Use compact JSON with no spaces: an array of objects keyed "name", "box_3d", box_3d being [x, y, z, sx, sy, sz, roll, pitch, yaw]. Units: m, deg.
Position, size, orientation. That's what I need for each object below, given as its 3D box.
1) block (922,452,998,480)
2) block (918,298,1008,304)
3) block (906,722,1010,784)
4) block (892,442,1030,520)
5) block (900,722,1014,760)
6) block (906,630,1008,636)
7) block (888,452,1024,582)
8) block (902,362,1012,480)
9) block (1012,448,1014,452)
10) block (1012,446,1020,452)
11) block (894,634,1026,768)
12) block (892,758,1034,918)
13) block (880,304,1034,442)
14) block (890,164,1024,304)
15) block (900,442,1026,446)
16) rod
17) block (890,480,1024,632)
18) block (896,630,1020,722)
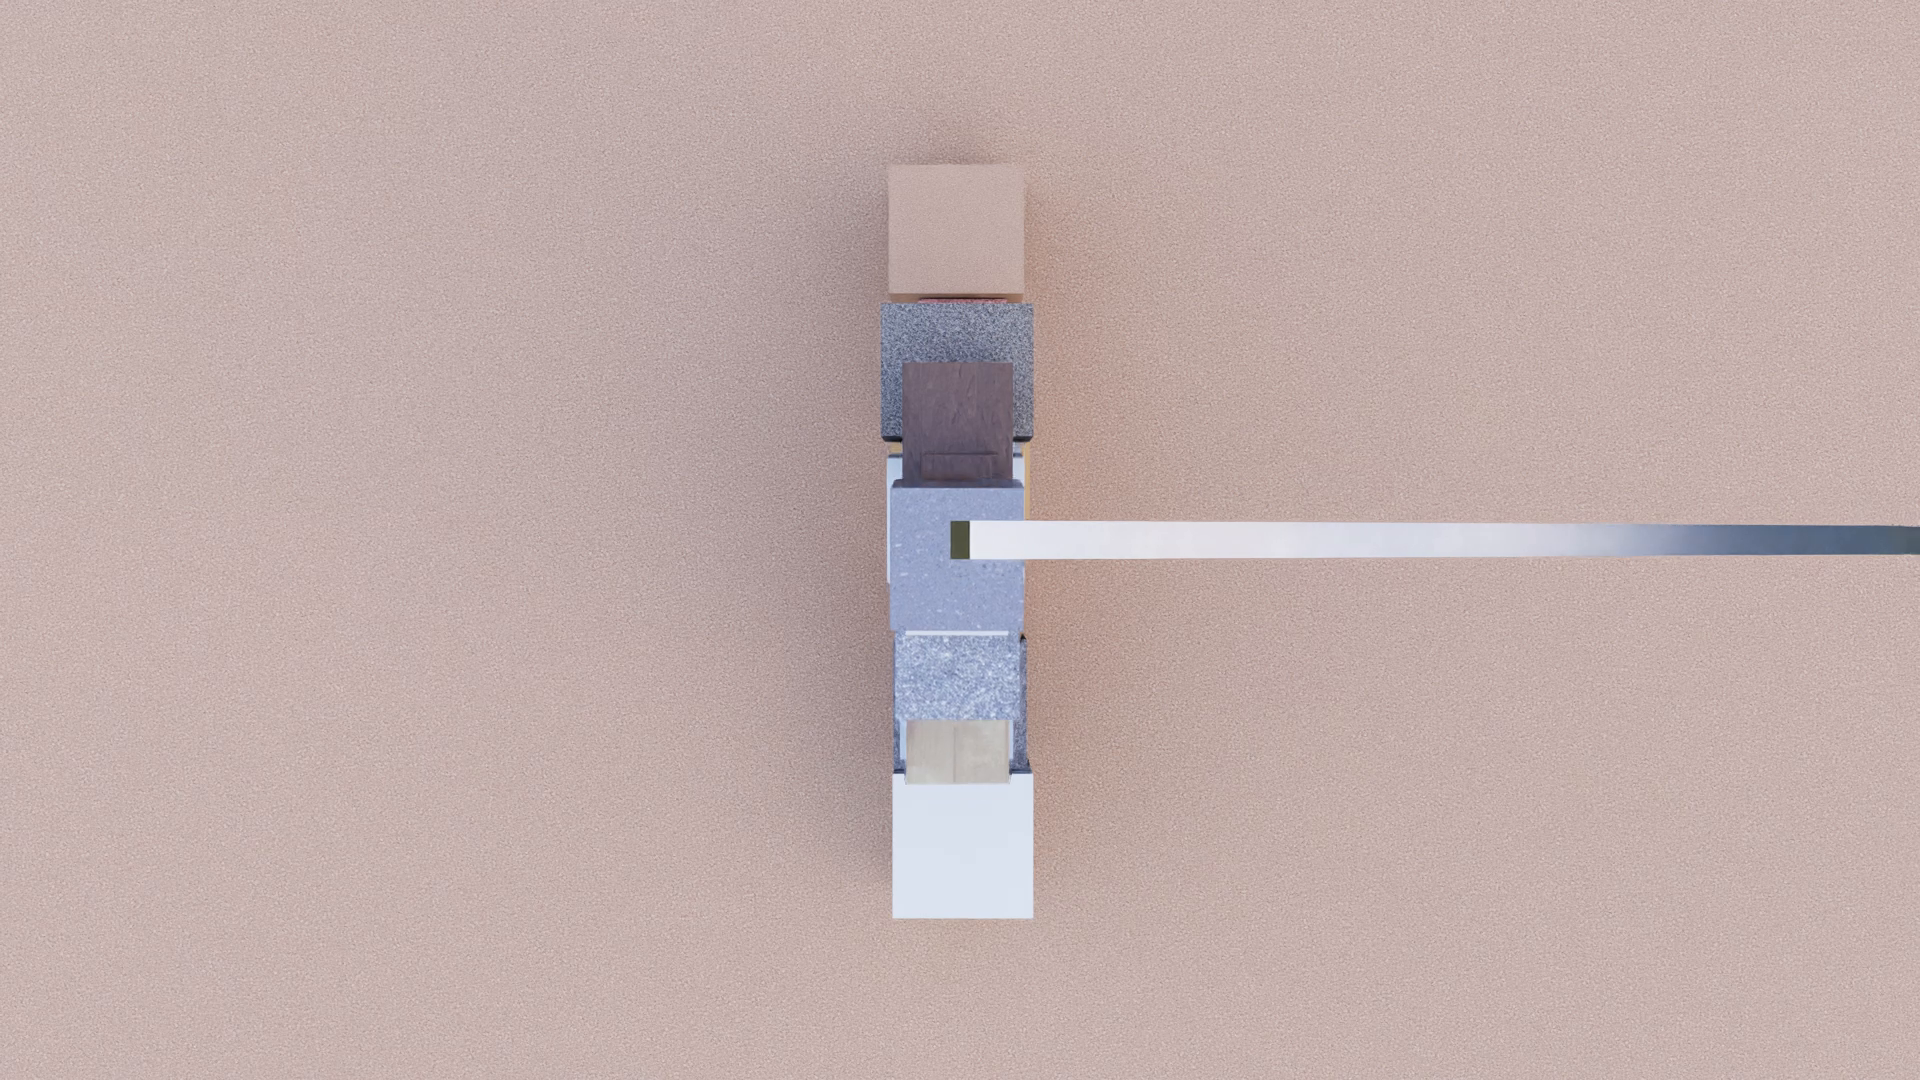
[{"name":"block","box_3d":[0.004,-0.212,9.703,0.329,0.346,0.345,0,95,0]},{"name":"block","box_3d":[0.015,-1.116,12.712,0.502,0.576,0.492,0,90,0]},{"name":"block","box_3d":[-0.011,0.910,10.994,0.501,0.595,0.529,0,92,0]},{"name":"block","box_3d":[0.004,-0.488,12.610,0.771,0.780,0.743,0,90,0]},{"name":"block","box_3d":[-0.017,0.799,11.569,0.580,0.562,0.634,0,93,0]},{"name":"block","box_3d":[-0.012,0.200,9.842,0.445,0.520,0.444,0,89,0]},{"name":"block","box_3d":[-0.020,-0.117,10.864,0.661,0.564,0.603,0,95,0]},{"name":"block","box_3d":[-0.011,-0.528,10.100,0.497,0.460,0.537,0,91,0]},{"name":"block","box_3d":[0.002,-0.221,11.367,0.549,0.455,0.489,0,95,0]},{"name":"block","box_3d":[0.017,-0.770,11.898,0.604,0.645,0.616,0,90,0]},{"name":"block","box_3d":[0.000,0.919,12.657,0.747,0.685,0.726,0,90,0]},{"name":"block","box_3d":[0.017,1.690,12.568,0.775,0.865,0.796,0,90,0]},{"name":"block","box_3d":[-0.013,-0.800,10.653,0.717,0.646,0.626,0,90,0]},{"name":"block","box_3d":[-0.020,-1.730,12.617,0.750,0.765,0.716,0,90,0]},{"name":"block","box_3d":[0.017,-0.789,11.276,0.639,0.599,0.590,0,90,0]},{"name":"rod","box_3d":[2.212,0.000,5.938,5.200,0.080,0.080,0,90,-32]},{"name":"block","box_3d":[-0.012,0.055,9.266,0.547,0.571,0.586,0,95,0]},{"name":"block","box_3d":[-0.010,0.567,10.389,0.570,0.608,0.572,0,85,0]}]
